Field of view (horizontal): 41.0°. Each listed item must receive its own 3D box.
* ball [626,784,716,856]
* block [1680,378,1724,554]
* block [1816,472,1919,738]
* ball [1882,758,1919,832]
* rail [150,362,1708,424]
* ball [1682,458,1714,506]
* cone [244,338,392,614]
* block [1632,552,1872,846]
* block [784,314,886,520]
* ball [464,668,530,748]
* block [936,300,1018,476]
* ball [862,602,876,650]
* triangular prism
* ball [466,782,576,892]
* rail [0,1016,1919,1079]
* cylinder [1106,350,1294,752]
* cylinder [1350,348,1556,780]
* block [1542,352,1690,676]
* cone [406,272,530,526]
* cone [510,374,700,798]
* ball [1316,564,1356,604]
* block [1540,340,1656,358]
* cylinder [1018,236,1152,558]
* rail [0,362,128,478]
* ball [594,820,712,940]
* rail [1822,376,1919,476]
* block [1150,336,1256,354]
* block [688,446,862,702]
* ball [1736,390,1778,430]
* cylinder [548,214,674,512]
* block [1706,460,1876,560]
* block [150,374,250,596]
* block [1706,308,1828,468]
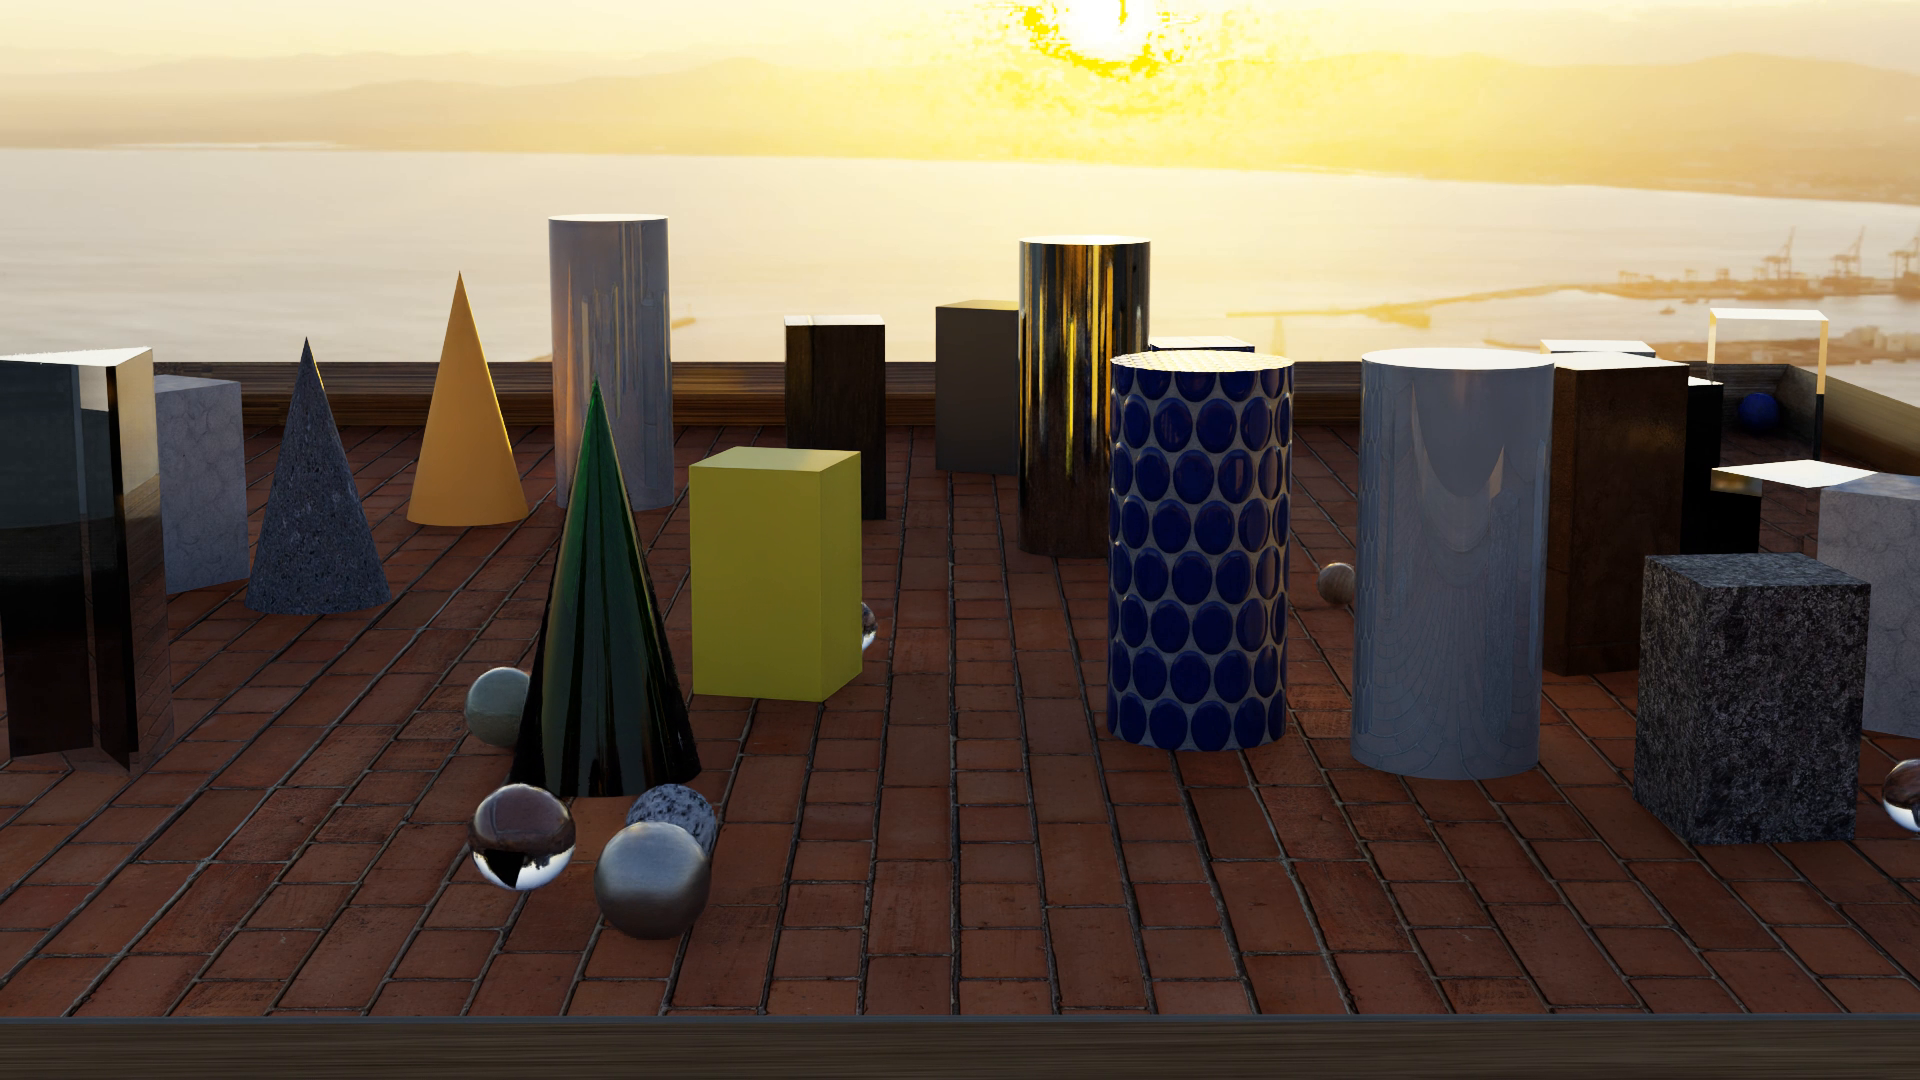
[{"bbox_3d":[-0.263,0.264,2.335,0.083,0.083,0.083,0,10,0],"label":"ball"},{"bbox_3d":[0.928,-0.070,3.528,0.159,0.305,0.159,-3,11,-16],"label":"block"},{"bbox_3d":[1.067,0.072,2.877,0.159,0.263,0.159,9,14,41],"label":"block"},{"bbox_3d":[0.924,0.245,2.464,0.073,0.073,0.073,0,10,0],"label":"ball"},{"bbox_3d":[-0.010,-0.297,5.231,3.406,0.129,0.045,0,10,0],"label":"rail"},{"bbox_3d":[1.217,-0.097,4.290,0.082,0.082,0.082,0,10,0],"label":"ball"},{"bbox_3d":[-0.885,-0.097,3.508,0.199,0.366,0.199,0,10,0],"label":"cone"},{"bbox_3d":[0.764,0.151,2.490,0.159,0.249,0.159,-1,11,-6],"label":"block"},{"bbox_3d":[-0.206,-0.203,4.210,0.159,0.318,0.159,-1,11,-5],"label":"block"},{"bbox_3d":[-0.491,0.181,2.768,0.088,0.088,0.088,0,10,0],"label":"ball"},{"bbox_3d":[0.062,-0.281,4.690,0.159,0.298,0.159,5,12,26],"label":"block"},{"bbox_3d":[-0.139,0.108,3.213,0.070,0.070,0.070,0,10,0],"label":"ball"},{"bbox_3d":[-0.900,0.017,2.721,0.172,0.428,0.149,5,12,25],"label":"triangular prism"},{"bbox_3d":[-0.391,0.265,2.291,0.096,0.096,0.096,0,10,0],"label":"ball"},{"bbox_3d":[0.010,0.363,1.666,3.406,0.129,0.045,0,10,0],"label":"rail"},{"bbox_3d":[0.263,0.008,2.819,0.199,0.411,0.199,0,10,0],"label":"cylinder"},{"bbox_3d":[0.518,0.020,2.707,0.199,0.426,0.199,0,10,0],"label":"cylinder"},{"bbox_3d":[0.774,-0.036,3.162,0.159,0.372,0.159,-4,11,-20],"label":"block"},{"bbox_3d":[-0.806,-0.238,4.169,0.199,0.402,0.199,0,10,0],"label":"cone"},{"bbox_3d":[-0.370,0.034,2.645,0.199,0.421,0.199,0,10,0],"label":"cone"},{"bbox_3d":[0.516,0.060,3.507,0.057,0.057,0.057,0,10,0],"label":"ball"},{"bbox_3d":[1.003,-0.163,4.068,0.159,0.291,0.159,1,11,7],"label":"block"},{"bbox_3d":[0.187,-0.220,3.892,0.199,0.468,0.199,0,10,0],"label":"cylinder"},{"bbox_3d":[-1.679,0.035,3.439,0.045,0.129,3.673,0,10,0],"label":"rail"},{"bbox_3d":[-0.259,0.287,2.166,0.099,0.099,0.099,0,10,0],"label":"ball"},{"bbox_3d":[1.679,0.031,3.458,0.045,0.129,3.673,0,10,0],"label":"rail"},{"bbox_3d":[0.387,-0.190,4.251,0.159,0.278,0.159,-2,11,-9],"label":"block"},{"bbox_3d":[-0.216,0.037,3.043,0.159,0.271,0.159,3,11,15],"label":"block"},{"bbox_3d":[1.609,-0.263,5.181,0.083,0.083,0.083,0,10,0],"label":"ball"},{"bbox_3d":[-0.581,-0.299,4.287,0.199,0.478,0.199,0,10,0],"label":"cylinder"},{"bbox_3d":[1.026,0.037,3.125,0.159,0.240,0.159,-5,12,-26],"label":"block"},{"bbox_3d":[-1.133,-0.081,3.650,0.159,0.283,0.159,7,12,32],"label":"block"},{"bbox_3d":[1.219,-0.165,3.901,0.159,0.357,0.159,2,11,13],"label":"block"}]
